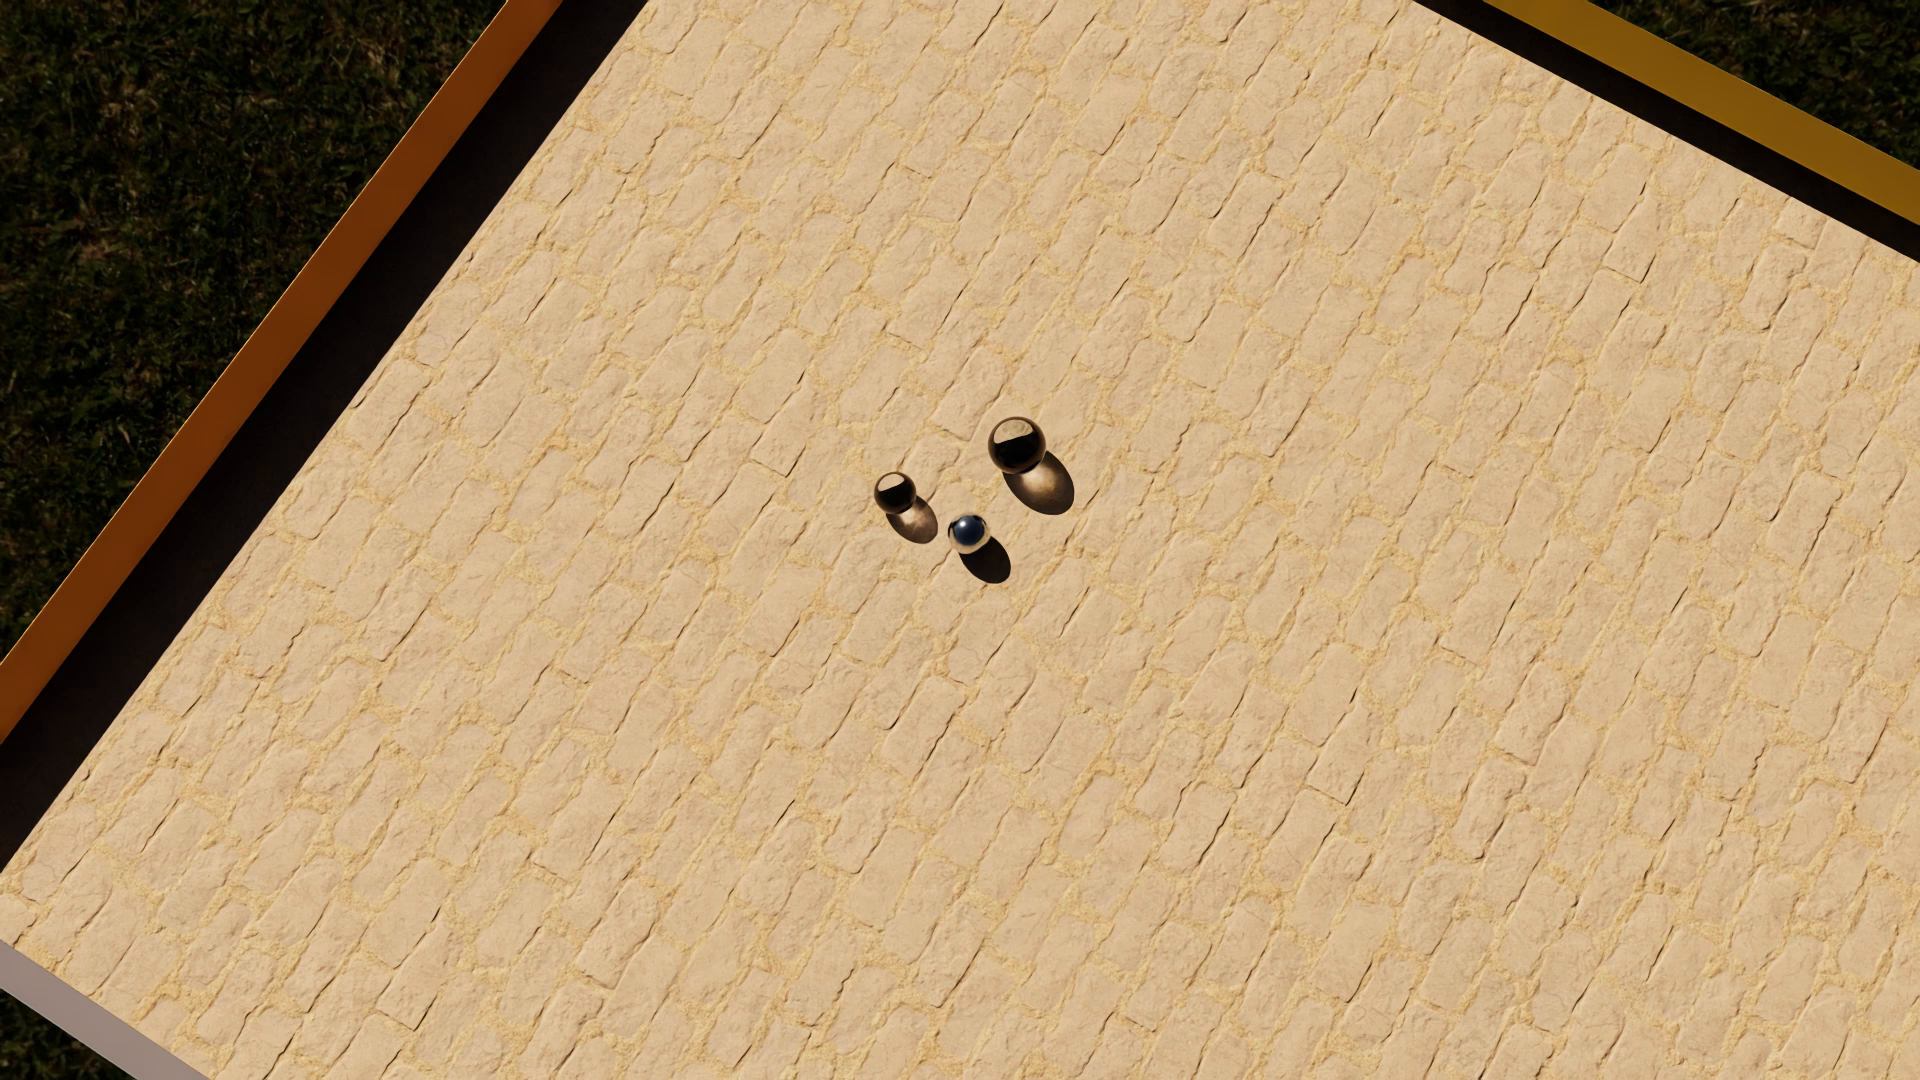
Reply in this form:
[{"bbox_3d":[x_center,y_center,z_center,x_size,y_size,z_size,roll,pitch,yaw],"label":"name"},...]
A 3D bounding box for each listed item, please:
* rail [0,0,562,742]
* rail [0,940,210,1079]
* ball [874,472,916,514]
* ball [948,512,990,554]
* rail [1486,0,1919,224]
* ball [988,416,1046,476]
[{"bbox_3d":[-0.912,-0.539,3.531,0.045,0.125,2.585,30,75,9],"label":"rail"},{"bbox_3d":[0.271,1.568,2.867,4.371,0.125,0.045,30,75,9],"label":"rail"},{"bbox_3d":[-0.101,-0.073,3.415,0.067,0.067,0.067,0,73,0],"label":"ball"},{"bbox_3d":[0.014,-0.010,3.396,0.067,0.067,0.067,0,73,0],"label":"ball"},{"bbox_3d":[1.594,-0.497,3.518,4.371,0.125,0.045,30,75,9],"label":"rail"},{"bbox_3d":[0.089,-0.147,3.425,0.092,0.092,0.092,0,73,0],"label":"ball"}]
